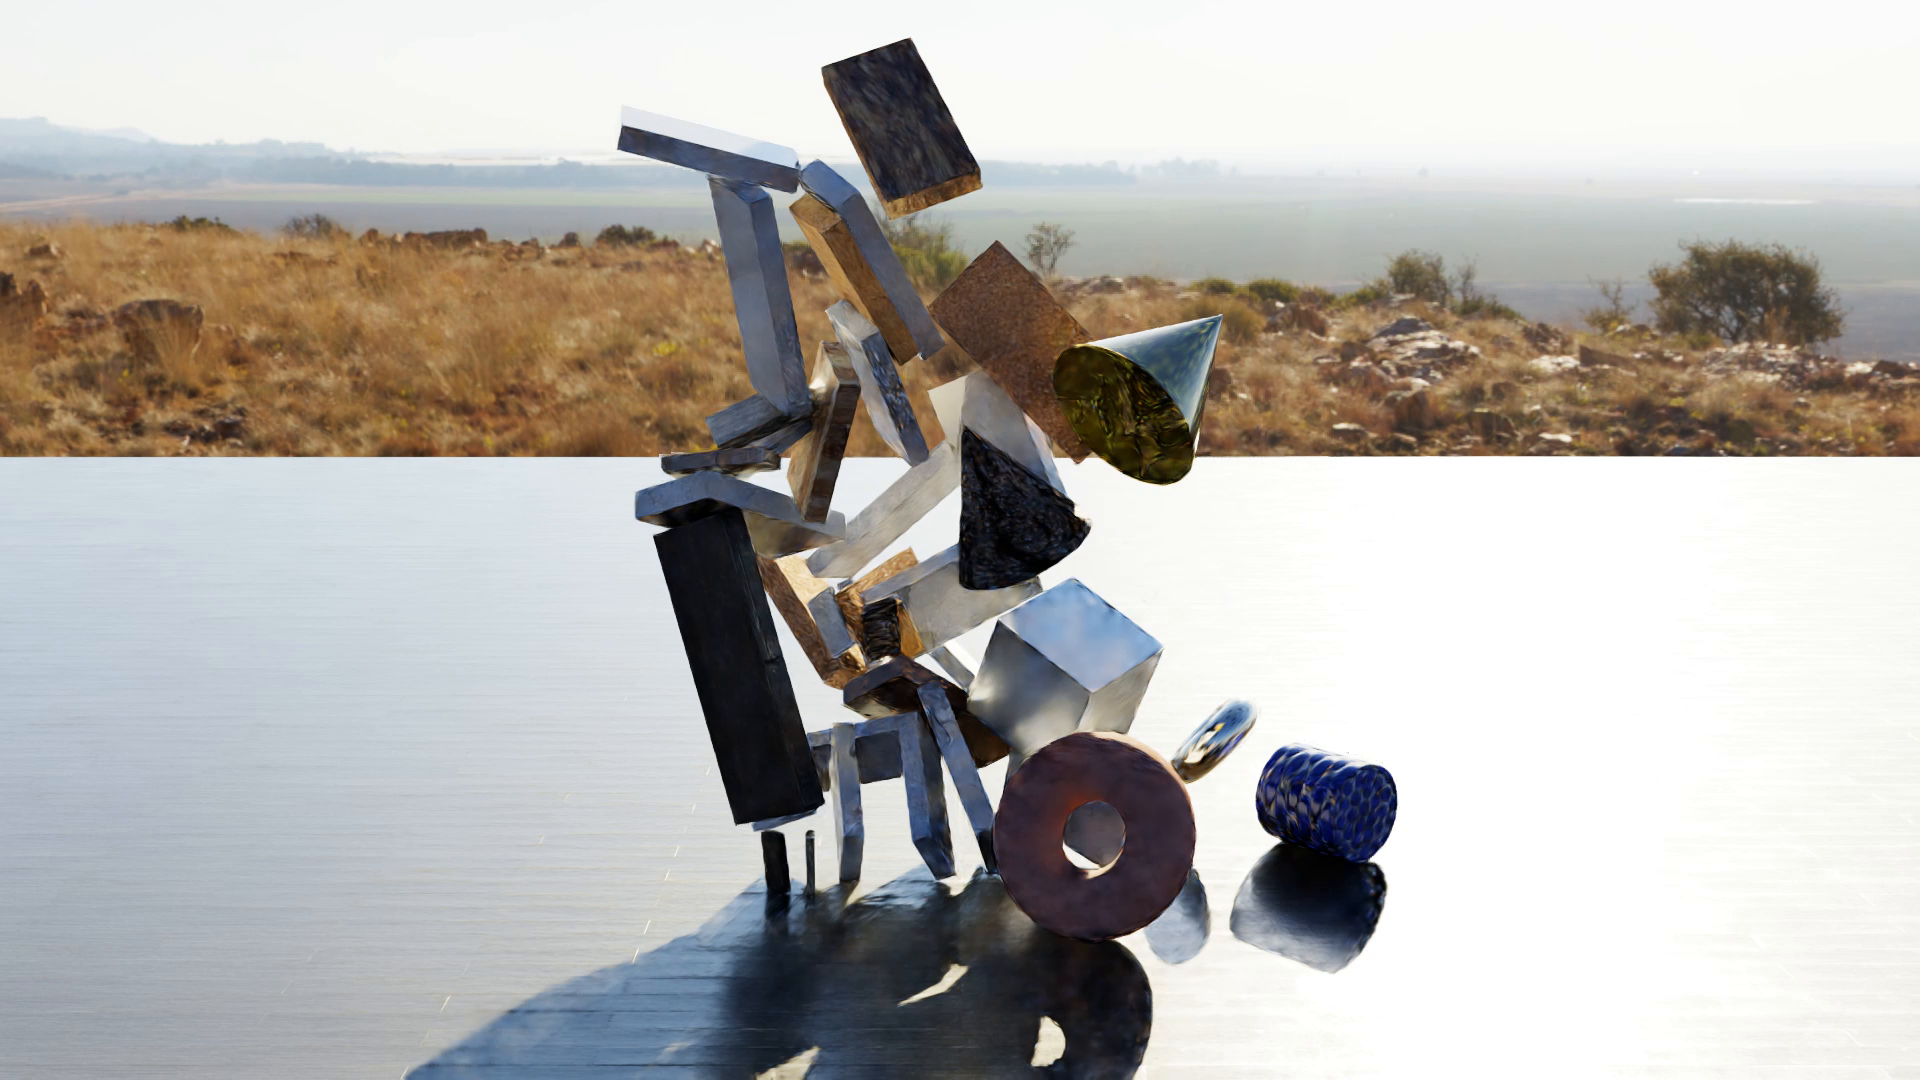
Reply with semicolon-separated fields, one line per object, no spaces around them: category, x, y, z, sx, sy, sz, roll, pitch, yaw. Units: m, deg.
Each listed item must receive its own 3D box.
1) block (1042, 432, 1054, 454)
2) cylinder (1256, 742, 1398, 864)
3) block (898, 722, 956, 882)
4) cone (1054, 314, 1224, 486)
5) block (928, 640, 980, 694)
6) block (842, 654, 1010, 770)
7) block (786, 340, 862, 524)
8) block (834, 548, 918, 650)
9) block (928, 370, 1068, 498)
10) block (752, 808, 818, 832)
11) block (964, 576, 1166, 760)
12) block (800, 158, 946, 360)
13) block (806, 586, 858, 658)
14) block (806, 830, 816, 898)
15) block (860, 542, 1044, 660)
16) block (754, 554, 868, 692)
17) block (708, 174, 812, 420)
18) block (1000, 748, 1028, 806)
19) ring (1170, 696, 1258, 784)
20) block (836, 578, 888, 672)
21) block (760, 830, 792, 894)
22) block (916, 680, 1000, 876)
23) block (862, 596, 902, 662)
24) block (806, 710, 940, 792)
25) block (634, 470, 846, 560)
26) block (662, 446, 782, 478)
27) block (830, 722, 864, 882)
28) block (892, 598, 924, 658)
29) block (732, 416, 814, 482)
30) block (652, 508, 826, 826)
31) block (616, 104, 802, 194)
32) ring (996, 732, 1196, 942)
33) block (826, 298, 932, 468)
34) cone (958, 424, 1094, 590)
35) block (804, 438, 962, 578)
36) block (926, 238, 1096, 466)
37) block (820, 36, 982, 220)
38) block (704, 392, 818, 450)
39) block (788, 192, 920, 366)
block;0.097;-0.185;3.959;0.152;0.043;0.304;-35;-20;-14
cylinder;0.646;0.461;3.876;0.177;0.177;0.177;-9;13;-39
block;-0.057;0.446;3.771;0.035;0.124;0.248;-18;44;9
cone;0.345;-0.283;3.550;0.279;0.279;0.279;11;48;47
block;0.005;0.232;4.000;0.114;0.032;0.228;33;6;-43
block;-0.043;0.317;3.958;0.310;0.044;0.155;32;-44;-31
block;-0.230;-0.180;3.687;0.039;0.274;0.137;3;34;-22
block;-0.131;0.105;4.014;0.032;0.114;0.228;-27;4;36
block;0.073;-0.142;3.748;0.152;0.304;0.043;-20;4;30
block;-0.295;0.468;3.692;0.102;0.014;0.051;-13;-2;-44
block;0.180;0.238;3.792;0.213;0.213;0.213;38;40;23
block;-0.146;-0.460;3.622;0.047;0.334;0.167;-37;39;-7
block;-0.230;0.149;3.966;0.058;0.115;0.016;-36;-19;30
block;-0.249;0.539;3.664;0.014;0.102;0.051;-1;10;-3
block;-0.012;0.093;3.901;0.304;0.152;0.043;-27;35;-9
block;-0.266;0.152;4.145;0.172;0.049;0.344;27;23;-53
block;-0.320;-0.394;3.538;0.040;0.395;0.142;-25;39;-22
block;0.197;0.451;3.847;0.044;0.155;0.310;-3;20;-39
ring;0.465;0.366;4.031;0.068;0.203;0.203;45;18;4
block;-0.163;0.191;4.045;0.032;0.228;0.114;-24;-31;4
block;-0.308;0.536;3.673;0.014;0.102;0.051;-14;13;-39
block;0.007;0.407;3.775;0.044;0.155;0.310;-21;53;-4
block;-0.135;0.154;3.794;0.058;0.115;0.016;-16;40;-14
block;-0.173;0.381;3.920;0.248;0.124;0.035;-12;43;13
block;-0.374;-0.040;3.777;0.172;0.049;0.344;-15;-21;36
block;-0.393;-0.126;3.625;0.176;0.025;0.088;-5;-10;12
block;-0.195;0.447;3.773;0.035;0.124;0.248;0;44;-8
block;-0.109;0.161;3.855;0.058;0.115;0.016;-33;36;-11
block;-0.329;-0.170;3.713;0.025;0.176;0.088;40;21;-39
block;-0.371;0.215;3.684;0.172;0.511;0.049;-16;0;39
block;-0.396;-0.613;3.451;0.284;0.040;0.142;12;21;-14
ring;0.212;0.469;3.487;0.334;0.334;0.111;5;-12;23
block;-0.136;-0.262;3.694;0.039;0.274;0.137;-31;39;-11
cone;0.054;-0.084;3.469;0.237;0.237;0.237;-23;22;10
block;-0.083;-0.083;4.060;0.465;0.039;0.137;-40;-18;21
block;0.129;-0.311;3.653;0.167;0.362;0.047;-44;2;6
block;-0.101;-0.700;3.727;0.167;0.334;0.047;-20;-31;-7
block;-0.331;-0.209;3.665;0.176;0.025;0.088;-25;40;-3
block;-0.172;-0.425;3.593;0.040;0.284;0.142;-37;37;-7
